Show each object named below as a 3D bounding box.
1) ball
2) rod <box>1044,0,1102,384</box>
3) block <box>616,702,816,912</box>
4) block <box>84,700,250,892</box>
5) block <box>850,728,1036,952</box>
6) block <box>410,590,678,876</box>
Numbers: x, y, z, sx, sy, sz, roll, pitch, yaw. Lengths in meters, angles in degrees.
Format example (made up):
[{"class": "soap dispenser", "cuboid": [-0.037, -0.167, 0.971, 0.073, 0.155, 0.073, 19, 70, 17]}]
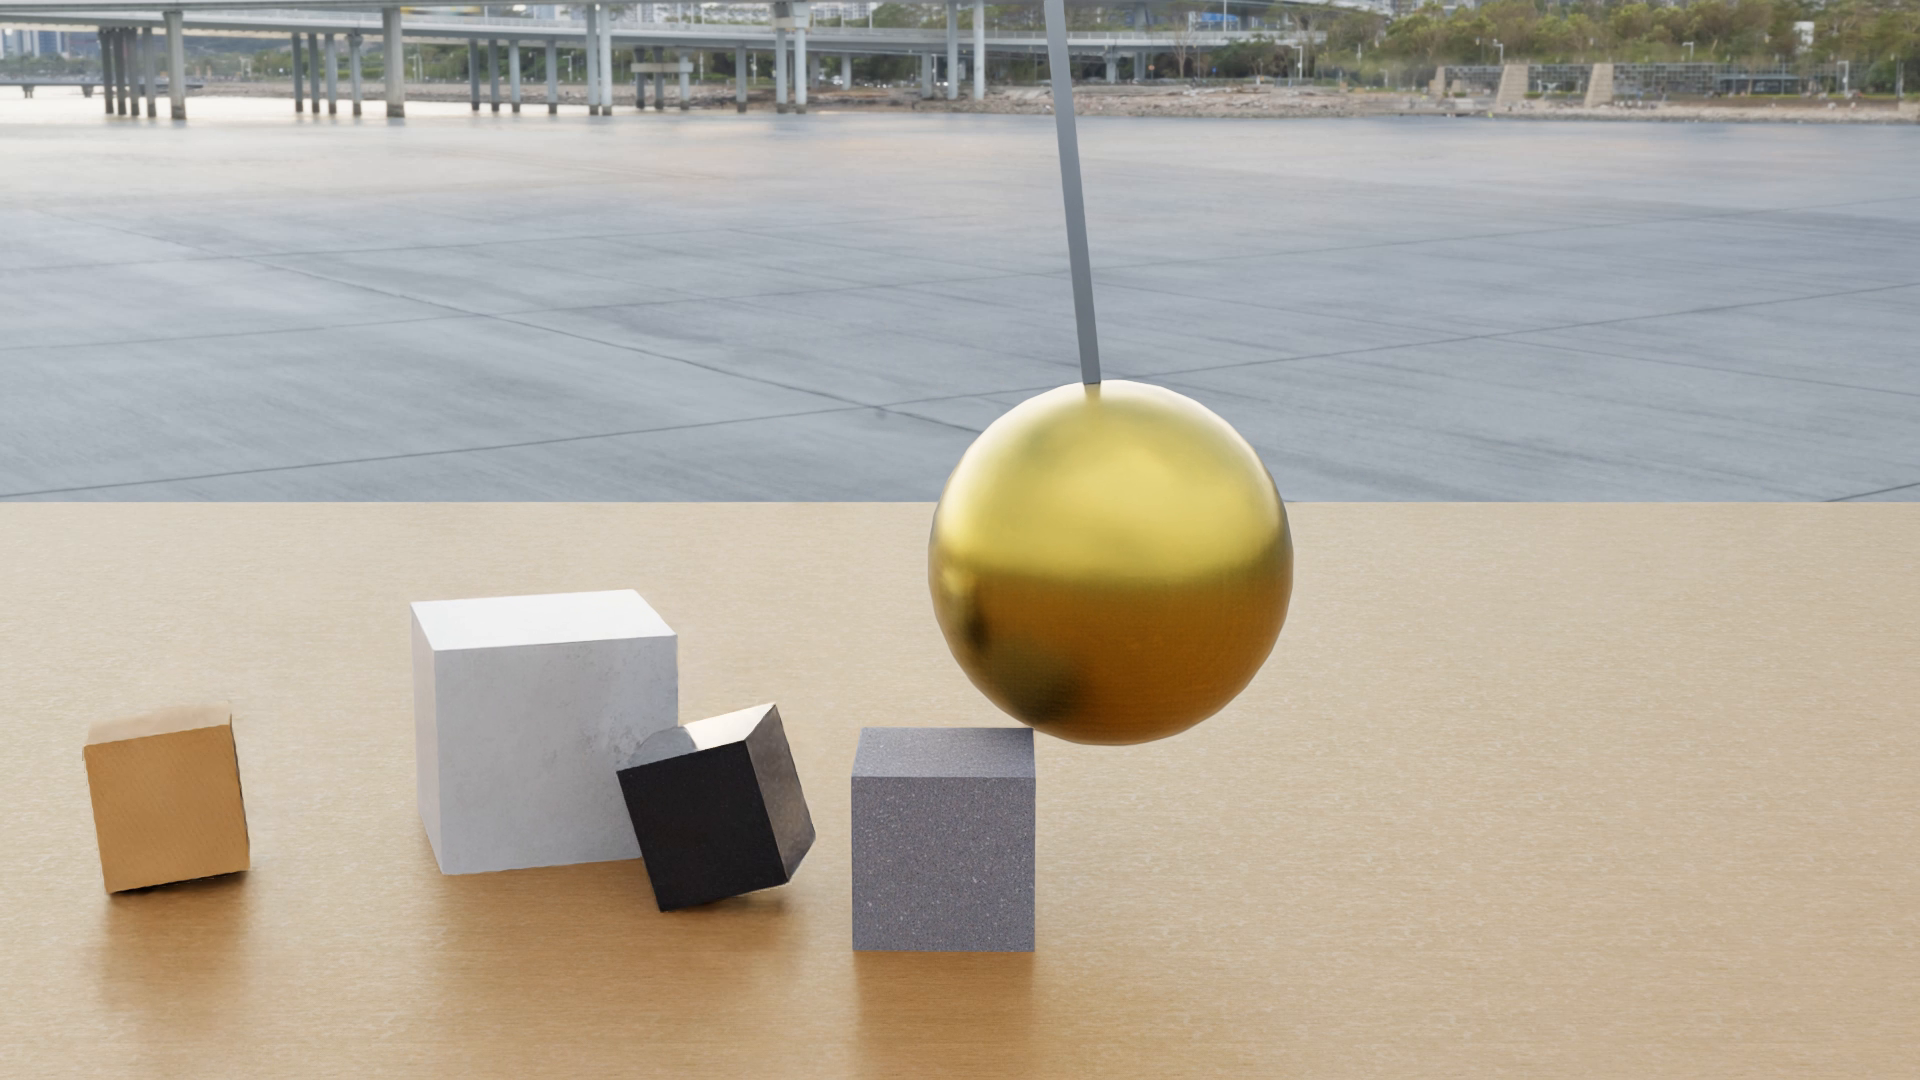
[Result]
[{"class": "ball", "cuboid": [0.655, 0.102, 11.199, 1.600, 1.600, 1.600, 0, 10, 0]}, {"class": "rod", "cuboid": [0.284, -3.223, 10.594, 0.080, 5.200, 0.080, -6, 10, 1]}, {"class": "block", "cuboid": [-1.040, 1.145, 11.073, 0.577, 0.639, 0.621, -14, 9, 11]}, {"class": "block", "cuboid": [-3.495, 1.121, 11.334, 0.606, 0.651, 0.591, -8, 9, -15]}, {"class": "block", "cuboid": [-0.061, 1.237, 10.719, 0.740, 0.731, 0.793, 0, 10, 1]}, {"class": "block", "cuboid": [-1.943, 0.864, 11.957, 1.074, 1.022, 1.083, -3, 11, -17]}]
